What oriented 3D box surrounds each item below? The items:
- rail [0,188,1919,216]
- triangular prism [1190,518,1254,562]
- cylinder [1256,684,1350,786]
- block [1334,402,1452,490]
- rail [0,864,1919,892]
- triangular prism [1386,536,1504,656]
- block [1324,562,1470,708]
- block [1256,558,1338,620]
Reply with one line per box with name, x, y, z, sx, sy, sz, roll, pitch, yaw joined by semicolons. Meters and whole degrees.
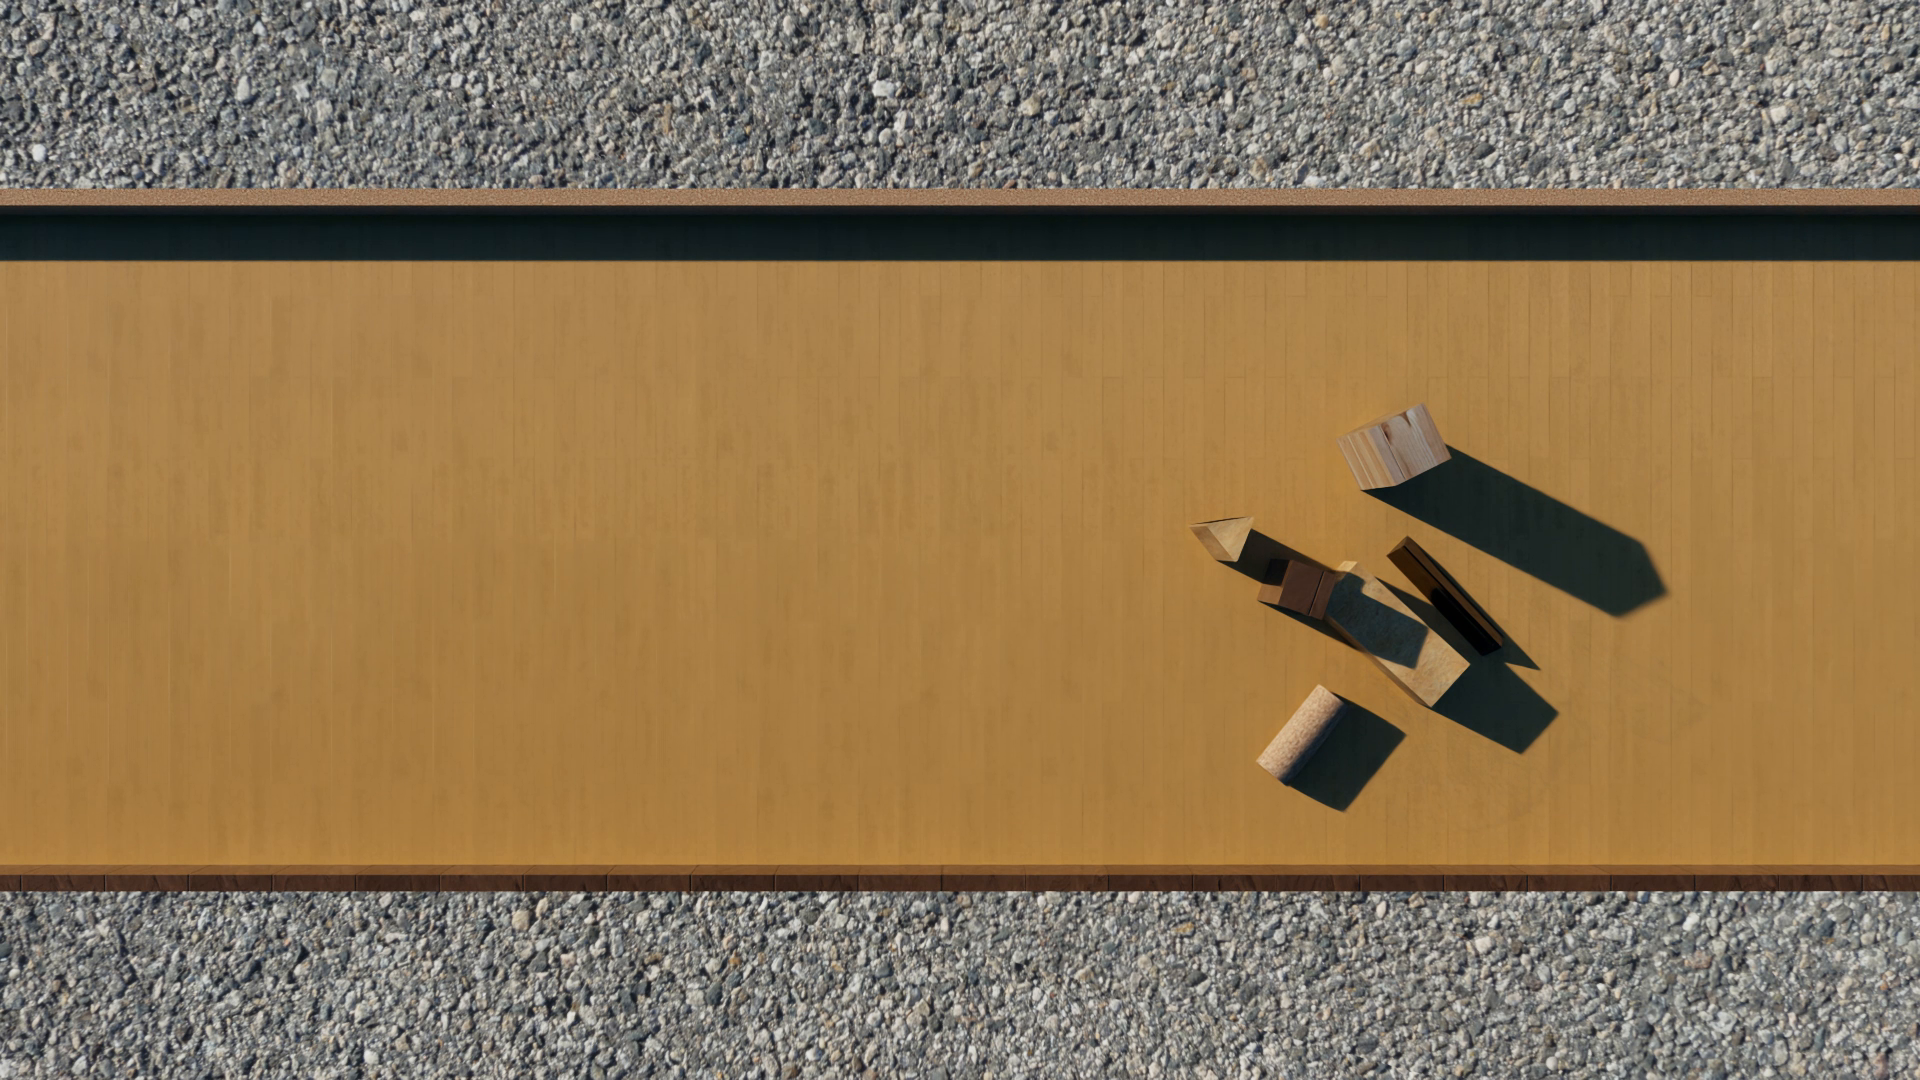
rail;-2.247;-1.025;5.002;12.000;0.150;0.050;0;90;0
triangular prism;0.793;-0.028;4.893;0.117;0.367;0.135;-38;90;0
cylinder;1.042;0.595;5.017;0.120;0.120;0.303;39;90;0
block;1.271;-0.271;4.867;0.176;0.419;0.176;-26;90;0
rail;-2.247;1.025;5.001;12.000;0.150;0.050;0;90;0
triangular prism;1.492;0.172;5.036;0.089;0.077;0.428;-44;90;0
block;1.291;0.281;4.989;0.453;0.174;0.174;42;90;0
block;0.998;0.144;4.907;0.135;0.340;0.135;19;90;0
